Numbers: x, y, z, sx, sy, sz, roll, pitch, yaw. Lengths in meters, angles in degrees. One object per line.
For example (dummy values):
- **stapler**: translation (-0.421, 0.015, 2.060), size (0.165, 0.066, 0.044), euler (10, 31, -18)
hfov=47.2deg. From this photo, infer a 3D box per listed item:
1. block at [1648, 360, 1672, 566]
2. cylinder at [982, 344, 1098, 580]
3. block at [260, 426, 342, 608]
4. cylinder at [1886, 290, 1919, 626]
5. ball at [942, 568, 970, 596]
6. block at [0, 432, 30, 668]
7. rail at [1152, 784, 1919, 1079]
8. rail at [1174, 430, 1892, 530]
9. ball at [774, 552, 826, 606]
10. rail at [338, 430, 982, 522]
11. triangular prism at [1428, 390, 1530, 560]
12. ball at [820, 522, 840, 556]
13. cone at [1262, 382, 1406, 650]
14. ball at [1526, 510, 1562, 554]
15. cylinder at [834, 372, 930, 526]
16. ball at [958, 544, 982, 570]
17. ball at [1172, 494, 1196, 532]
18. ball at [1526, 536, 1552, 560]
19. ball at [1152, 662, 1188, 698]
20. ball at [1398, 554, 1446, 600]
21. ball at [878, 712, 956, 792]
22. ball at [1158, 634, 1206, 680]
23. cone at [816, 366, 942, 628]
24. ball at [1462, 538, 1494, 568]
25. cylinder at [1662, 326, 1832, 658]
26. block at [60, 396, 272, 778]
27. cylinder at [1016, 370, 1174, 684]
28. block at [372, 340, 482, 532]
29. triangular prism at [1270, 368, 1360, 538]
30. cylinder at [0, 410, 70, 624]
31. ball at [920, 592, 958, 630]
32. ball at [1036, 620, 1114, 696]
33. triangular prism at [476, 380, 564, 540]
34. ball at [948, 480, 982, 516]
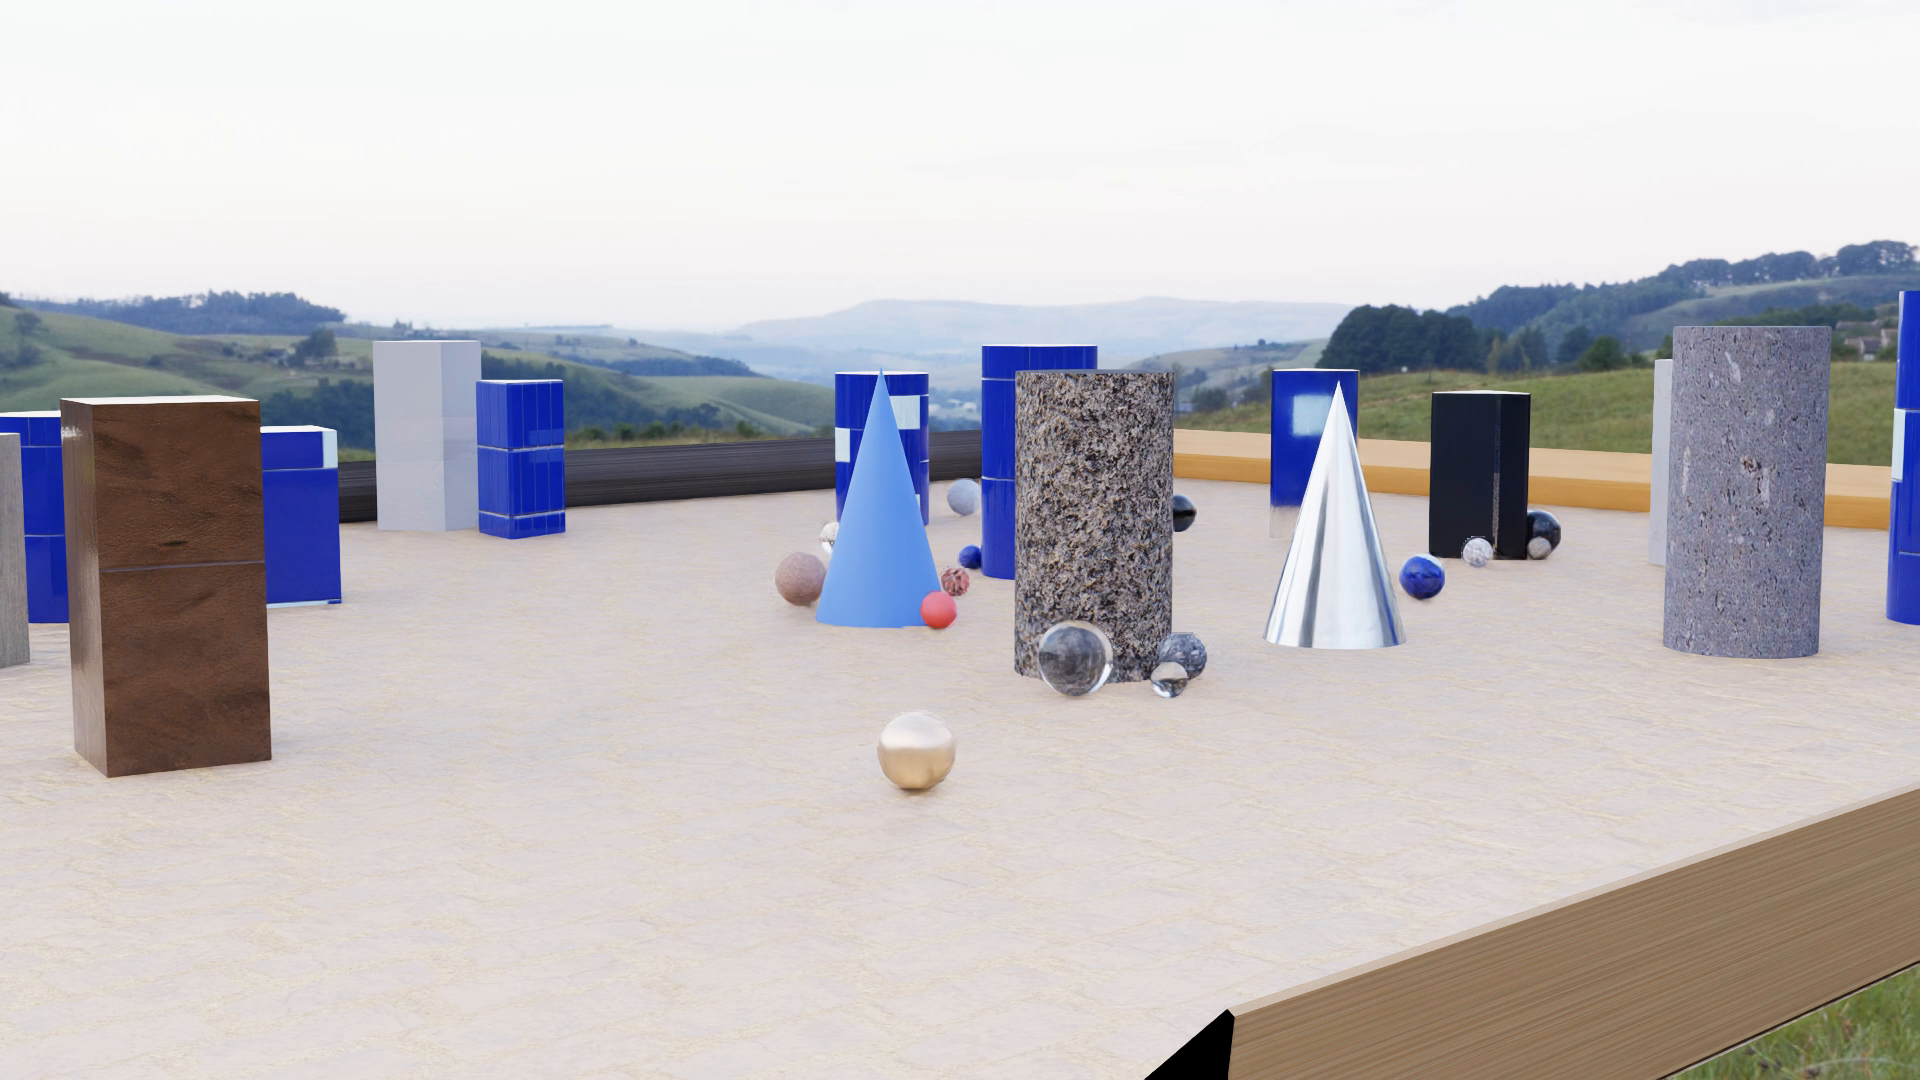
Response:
- **block**: translation (1.313, -0.132, 3.809), size (0.155, 0.357, 0.155), euler (-3, 6, -23)
- **cylinder**: translation (0.133, -0.134, 3.696), size (0.194, 0.385, 0.194), euler (0, 6, 0)
- **block**: translation (-1.045, -0.038, 3.357), size (0.155, 0.263, 0.155), euler (-3, 7, -29)
- **cylinder**: translation (1.434, -0.118, 3.135), size (0.194, 0.470, 0.194), euler (0, 6, 0)
- **ball**: translation (-0.007, 0.065, 3.421), size (0.045, 0.045, 0.045), euler (0, 6, 0)
- **block**: translation (-1.273, 0.016, 2.717), size (0.155, 0.290, 0.155), euler (2, 6, 15)
- **rail**: translation (1.207, 0.169, 2.031), size (4.284, 0.126, 0.045), euler (-5, 8, -42)
- **rail**: translation (1.557, -0.117, 4.761), size (0.045, 0.126, 3.607), euler (-5, 8, -42)
- **ball**: translation (-0.240, 0.058, 3.321), size (0.080, 0.080, 0.080), euler (0, 6, 0)
- **rail**: translation (-1.207, -0.104, 4.633), size (4.284, 0.126, 0.045), euler (-5, 8, -42)
- **triangular prism**: translation (0.945, -0.120, 3.987), size (0.168, 0.296, 0.146), euler (2, 6, 16)
- **ball**: translation (-0.223, -0.001, 3.975), size (0.061, 0.061, 0.061), euler (0, 6, 0)
- **cone**: translation (0.508, -0.040, 2.968), size (0.194, 0.349, 0.194), euler (0, 6, 0)
- **ball**: translation (1.042, -0.012, 3.968), size (0.085, 0.085, 0.085), euler (0, 6, 0)
- **cylinder**: translation (-0.161, -0.189, 4.552), size (0.194, 0.314, 0.194), euler (0, 6, 0)
- **ball**: translation (0.019, 0.029, 3.774), size (0.043, 0.043, 0.043), euler (0, 6, 0)
- **ball**: translation (0.435, -0.054, 4.405), size (0.077, 0.077, 0.077), euler (0, 6, 0)
- **ball**: translation (1.030, 0.015, 3.911), size (0.042, 0.042, 0.042), euler (0, 6, 0)
- **ball**: translation (0.241, 0.160, 2.528), size (0.042, 0.042, 0.042), euler (0, 6, 0)
- **ball**: translation (0.711, 0.056, 3.381), size (0.071, 0.071, 0.071), euler (0, 6, 0)
- **ball**: translation (-0.040, 0.196, 2.041), size (0.073, 0.073, 0.073), euler (0, 6, 0)
- **ball**: translation (0.267, 0.141, 2.641), size (0.058, 0.058, 0.058), euler (0, 6, 0)
- **cone**: translation (-0.113, -0.068, 3.163), size (0.194, 0.364, 0.194), euler (0, 6, 0)
- **ball**: translation (0.896, 0.022, 3.805), size (0.051, 0.051, 0.051), euler (0, 6, 0)
- **cylinder**: translation (1.030, -0.068, 2.884), size (0.194, 0.422, 0.194), euler (0, 6, 0)
- **block**: translation (-0.789, 0.039, 2.184), size (0.155, 0.356, 0.155), euler (-4, 7, -32)
- **cylinder**: translation (0.164, -0.022, 2.703), size (0.194, 0.369, 0.194), euler (0, 6, 0)
- **block**: translation (-1.084, -0.216, 4.493), size (0.155, 0.380, 0.155), euler (2, 6, 18)
- **triangular prism**: translation (0.692, -0.174, 4.357), size (0.168, 0.326, 0.146), euler (0, 6, 0)
- **cylinder**: translation (-1.299, -0.037, 3.207), size (0.194, 0.294, 0.194), euler (0, 6, 0)
- **ball**: translation (-0.030, 0.098, 3.071), size (0.053, 0.053, 0.053), euler (0, 6, 0)
- **ball**: translation (0.133, 0.136, 2.540), size (0.089, 0.089, 0.089), euler (0, 6, 0)
- **triangular prism**: translation (-0.854, -0.164, 4.361), size (0.146, 0.304, 0.168), euler (-4, 7, -33)
- **ball**: translation (0.012, -0.092, 4.756), size (0.079, 0.079, 0.079), euler (0, 6, 0)
